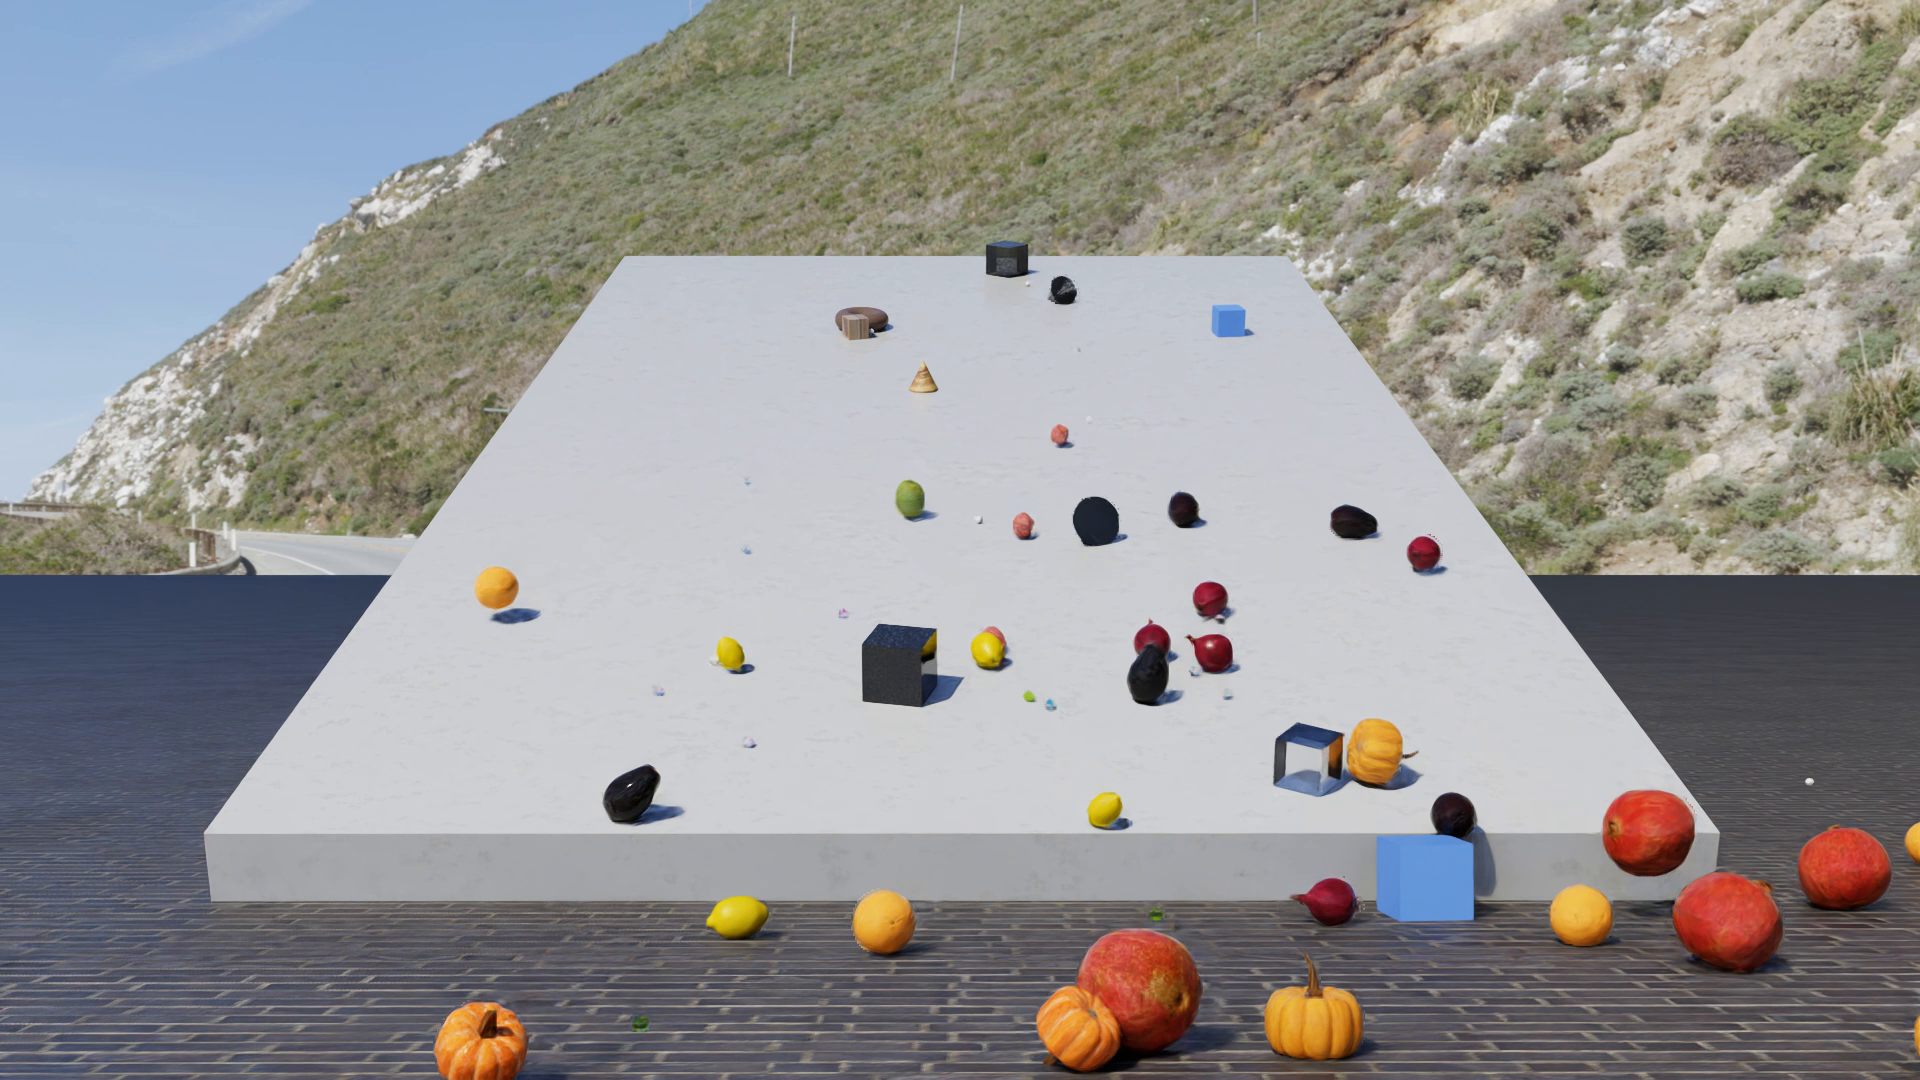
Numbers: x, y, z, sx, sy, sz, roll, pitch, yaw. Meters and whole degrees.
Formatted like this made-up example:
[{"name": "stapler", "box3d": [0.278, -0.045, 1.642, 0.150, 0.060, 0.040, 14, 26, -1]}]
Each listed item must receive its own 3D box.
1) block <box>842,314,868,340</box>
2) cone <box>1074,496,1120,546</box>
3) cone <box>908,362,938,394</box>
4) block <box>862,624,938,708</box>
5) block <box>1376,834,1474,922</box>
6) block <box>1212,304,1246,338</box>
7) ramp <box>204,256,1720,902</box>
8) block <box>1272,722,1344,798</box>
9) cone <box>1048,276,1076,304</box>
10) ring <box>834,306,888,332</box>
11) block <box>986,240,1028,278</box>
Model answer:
[{"name": "block", "box3d": [-0.266, -0.542, 5.706, 0.053, 0.053, 0.053, -7, 19, -21]}, {"name": "cone", "box3d": [0.235, -0.027, 4.151, 0.093, 0.093, 0.093, 0, -10, -20]}, {"name": "cone", "box3d": [-0.084, -0.383, 5.191, 0.070, 0.070, 0.070, 0, 18, 0]}, {"name": "block", "box3d": [-0.091, 0.190, 3.403, 0.093, 0.093, 0.093, 5, 19, 13]}, {"name": "block", "box3d": [0.595, 0.432, 2.866, 0.096, 0.096, 0.096, 0, -1, -7]}, {"name": "block", "box3d": [0.689, -0.562, 5.745, 0.069, 0.069, 0.069, -2, 18, -8]}, {"name": "ramp", "box3d": [-0.004, -0.188, 4.868, 2.000, 0.100, 4.000, 0, 18, 0]}, {"name": "block", "box3d": [0.481, 0.304, 3.094, 0.071, 0.071, 0.071, 12, 21, 31]}, {"name": "cone", "box3d": [0.262, -0.672, 6.132, 0.082, 0.082, 0.082, 0, -11, -30]}, {"name": "ring", "box3d": [-0.255, -0.572, 5.808, 0.141, 0.047, 0.141, 1, 18, 0]}, {"name": "block", "box3d": [0.136, -0.813, 6.481, 0.087, 0.087, 0.087, 14, 23, 37]}]
